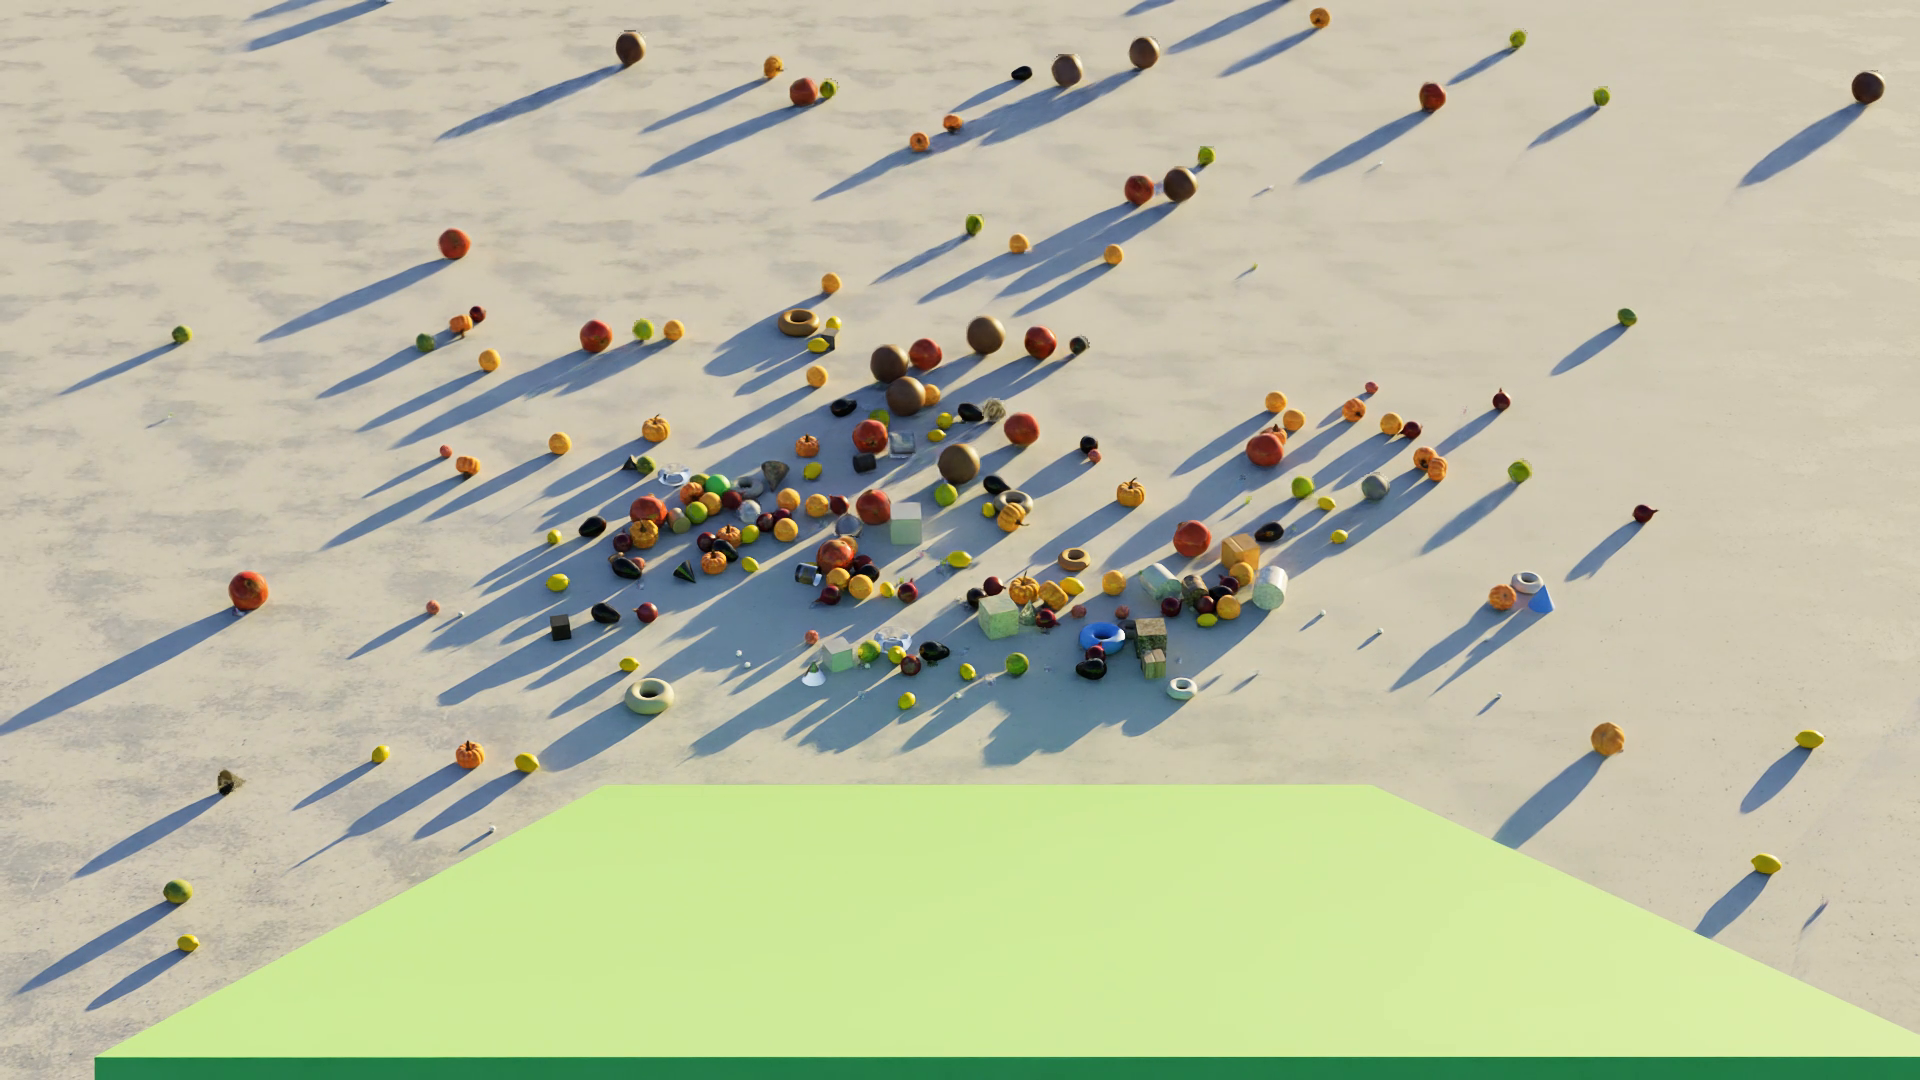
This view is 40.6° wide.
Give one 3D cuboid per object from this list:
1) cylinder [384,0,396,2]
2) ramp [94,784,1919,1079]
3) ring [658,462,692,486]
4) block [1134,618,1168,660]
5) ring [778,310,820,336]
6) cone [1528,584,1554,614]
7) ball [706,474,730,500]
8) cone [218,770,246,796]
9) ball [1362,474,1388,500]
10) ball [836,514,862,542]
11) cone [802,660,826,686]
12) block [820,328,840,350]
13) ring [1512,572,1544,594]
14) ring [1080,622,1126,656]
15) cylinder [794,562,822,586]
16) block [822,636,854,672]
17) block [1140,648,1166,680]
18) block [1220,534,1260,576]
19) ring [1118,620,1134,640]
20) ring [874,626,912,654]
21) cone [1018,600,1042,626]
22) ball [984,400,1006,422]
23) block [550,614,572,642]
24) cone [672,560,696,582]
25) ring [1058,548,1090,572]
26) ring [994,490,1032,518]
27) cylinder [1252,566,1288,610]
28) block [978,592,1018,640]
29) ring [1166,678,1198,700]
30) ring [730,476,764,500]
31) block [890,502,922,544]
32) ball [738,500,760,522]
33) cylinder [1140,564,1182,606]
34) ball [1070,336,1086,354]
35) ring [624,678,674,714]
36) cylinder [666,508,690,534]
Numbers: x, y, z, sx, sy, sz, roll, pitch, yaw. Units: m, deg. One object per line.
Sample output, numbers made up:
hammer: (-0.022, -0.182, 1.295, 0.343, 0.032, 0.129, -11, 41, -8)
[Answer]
cylinder: (-2.534, -2.442, 11.500, 0.092, 0.092, 0.092, -10, 35, -14)
ramp: (0.074, 0.646, 4.772, 2.000, 0.100, 4.000, 0, -1, 0)
ring: (-0.899, -0.207, 8.170, 0.108, 0.036, 0.108, -1, 33, 1)
block: (0.542, 0.280, 7.390, 0.082, 0.082, 0.082, -2, 34, -3)
ring: (-0.558, -0.752, 8.983, 0.146, 0.049, 0.146, 1, 34, 0)
cone: (1.702, 0.160, 7.577, 0.077, 0.077, 0.077, 0, 33, 0)
ball: (-0.754, -0.165, 8.068, 0.077, 0.077, 0.077, 0, 33, 0)
cone: (-1.924, 0.642, 6.890, 0.067, 0.067, 0.067, 27, 15, 34)
ball: (1.289, -0.163, 8.062, 0.081, 0.081, 0.081, 0, 33, 0)
ball: (-0.337, -0.036, 7.867, 0.083, 0.083, 0.083, 0, 33, 0)
cone: (-0.411, 0.363, 7.279, 0.067, 0.067, 0.067, 0, 33, 0)
block: (-0.442, -0.690, 8.886, 0.051, 0.051, 0.051, 12, 35, 17)
ring: (1.677, 0.126, 7.670, 0.094, 0.031, 0.094, 1, 34, -1)
ring: (0.407, 0.282, 7.422, 0.134, 0.045, 0.134, 0, 32, 0)
cylinder: (-0.449, 0.102, 7.679, 0.060, 0.060, 0.060, 13, 36, 19)
block: (-0.346, 0.325, 7.339, 0.065, 0.065, 0.065, -16, 37, -23)
block: (0.545, 0.349, 7.308, 0.057, 0.057, 0.057, -6, 34, -9)
block: (0.837, 0.042, 7.750, 0.082, 0.082, 0.082, -14, 36, -20)
ring: (0.489, 0.258, 7.476, 0.078, 0.026, 0.078, 0, 35, 0)
ring: (-0.192, 0.287, 7.422, 0.111, 0.037, 0.111, -1, 33, 1)
cone: (0.201, 0.201, 7.521, 0.071, 0.071, 0.071, 0, 33, 0)
ball: (0.114, -0.420, 8.461, 0.070, 0.070, 0.070, 0, 33, 0)
block: (-1.149, 0.252, 7.460, 0.052, 0.052, 0.052, -8, 34, -12)
cone: (-0.805, 0.106, 7.701, 0.066, 0.066, 0.066, 44, 48, 13)
ring: (0.342, 0.058, 7.771, 0.098, 0.033, 0.098, -1, 34, 1)
ring: (0.164, -0.111, 8.020, 0.123, 0.041, 0.123, 1, 34, -1)
cylinder: (0.907, 0.140, 7.592, 0.094, 0.094, 0.094, 7, 34, 10)
block: (0.111, 0.220, 7.477, 0.088, 0.088, 0.088, -12, 35, -18)
ring: (0.618, 0.415, 7.235, 0.086, 0.029, 0.086, -1, 32, 0)
ring: (-0.669, -0.162, 8.101, 0.112, 0.037, 0.112, 0, 35, 0)
block: (-0.165, -0.050, 7.881, 0.092, 0.092, 0.092, -1, 33, -2)
ball: (-0.646, -0.088, 7.961, 0.067, 0.067, 0.067, 0, 33, 0)
cylinder: (0.588, 0.130, 7.610, 0.090, 0.090, 0.090, -16, 37, -23)
ball: (0.402, -0.663, 8.837, 0.060, 0.060, 0.060, 0, 33, 0)
ring: (-0.861, 0.433, 7.193, 0.136, 0.045, 0.136, 1, 34, -1)
cylinder: (-0.861, -0.058, 7.923, 0.059, 0.059, 0.059, -16, 37, -22)
